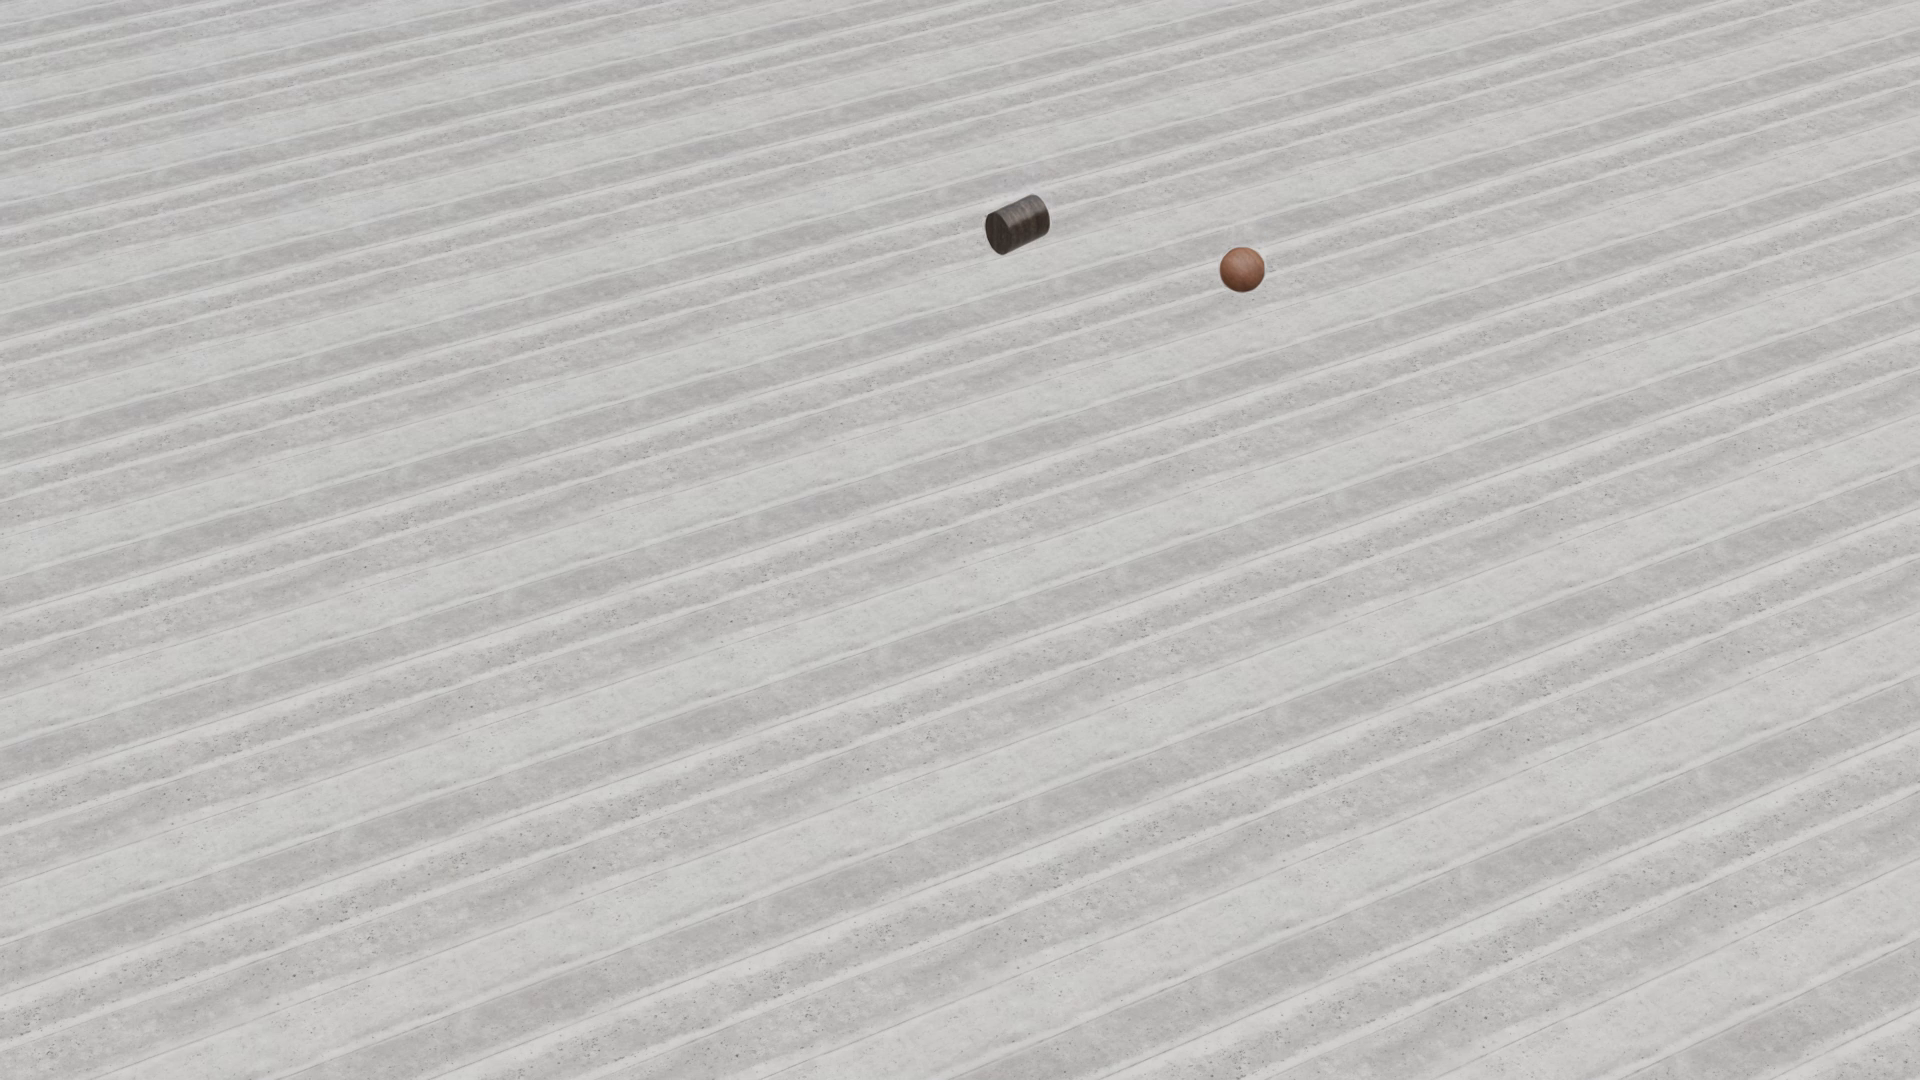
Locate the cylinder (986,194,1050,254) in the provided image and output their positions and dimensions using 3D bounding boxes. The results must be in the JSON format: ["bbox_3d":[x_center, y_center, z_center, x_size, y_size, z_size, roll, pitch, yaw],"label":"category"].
[{"bbox_3d":[0.168,-0.922,8.570,0.152,0.137,0.114,-28,49,-30],"label":"cylinder"}]
